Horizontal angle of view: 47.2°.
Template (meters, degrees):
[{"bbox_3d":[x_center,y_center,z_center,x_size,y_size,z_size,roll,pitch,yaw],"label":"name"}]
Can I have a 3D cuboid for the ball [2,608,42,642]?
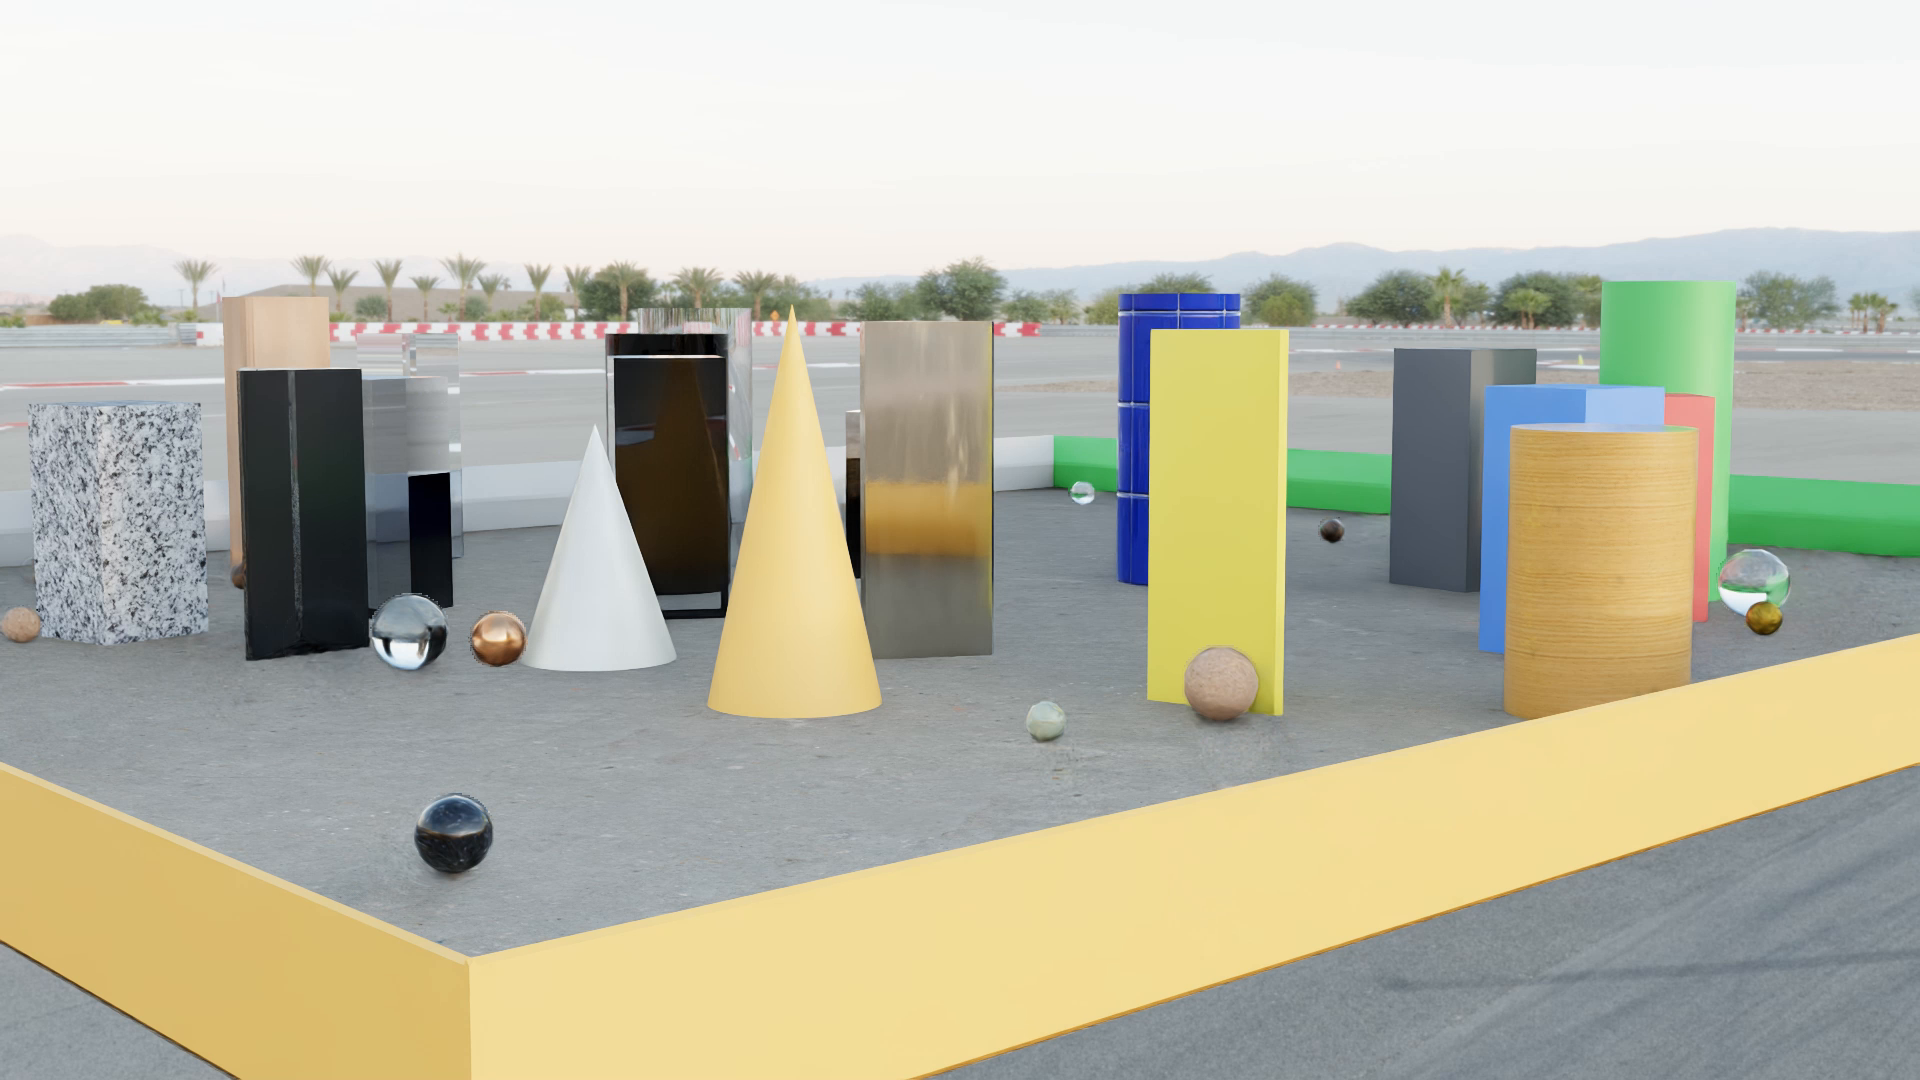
[{"bbox_3d":[-1.263,0.114,2.960,0.048,0.048,0.048,0,6,0],"label":"ball"}]

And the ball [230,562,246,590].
[{"bbox_3d":[-1.142,0.058,3.513,0.044,0.044,0.044,0,6,0],"label":"ball"}]

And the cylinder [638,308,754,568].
[{"bbox_3d":[-0.465,-0.183,3.881,0.200,0.450,0.200,0,6,0],"label":"cylinder"}]

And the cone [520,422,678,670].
[{"bbox_3d":[-0.464,0.002,2.813,0.200,0.303,0.200,0,6,0],"label":"cone"}]

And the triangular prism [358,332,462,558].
[{"bbox_3d":[-0.957,-0.166,3.928,0.173,0.405,0.150,6,8,43],"label":"triangular prism"}]

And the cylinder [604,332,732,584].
[{"bbox_3d":[-0.476,-0.132,3.593,0.200,0.408,0.200,0,6,0],"label":"cylinder"}]

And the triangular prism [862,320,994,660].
[{"bbox_3d":[-0.058,-0.071,2.891,0.173,0.431,0.150,-1,6,-14],"label":"triangular prism"}]

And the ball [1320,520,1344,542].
[{"bbox_3d":[0.719,-0.017,4.243,0.045,0.045,0.045,0,6,0],"label":"ball"}]

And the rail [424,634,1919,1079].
[{"bbox_3d":[1.007,0.147,2.246,3.432,0.130,0.045,-5,8,-42],"label":"rail"}]

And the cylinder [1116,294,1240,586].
[{"bbox_3d":[0.359,-0.168,3.624,0.200,0.472,0.200,0,6,0],"label":"cylinder"}]

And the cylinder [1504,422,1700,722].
[{"bbox_3d":[0.709,0.034,2.436,0.200,0.317,0.200,0,6,0],"label":"cylinder"}]

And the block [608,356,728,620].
[{"bbox_3d":[-0.432,-0.081,3.245,0.160,0.378,0.160,-1,6,-12],"label":"block"}]

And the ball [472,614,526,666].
[{"bbox_3d":[-0.580,0.125,2.764,0.067,0.067,0.067,0,6,0],"label":"ball"}]

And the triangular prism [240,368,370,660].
[{"bbox_3d":[-0.900,-0.041,2.904,0.150,0.370,0.173,6,8,45],"label":"triangular prism"}]

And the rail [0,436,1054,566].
[{"bbox_3d":[-1.007,-0.079,4.417,3.432,0.130,0.045,-5,8,-42],"label":"rail"}]

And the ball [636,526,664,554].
[{"bbox_3d":[-0.562,0.001,3.980,0.051,0.051,0.051,0,6,0],"label":"ball"}]

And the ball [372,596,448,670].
[{"bbox_3d":[-0.685,0.115,2.740,0.093,0.093,0.093,0,6,0],"label":"ball"}]

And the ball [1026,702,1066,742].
[{"bbox_3d":[0.089,0.188,2.281,0.042,0.042,0.042,0,6,0],"label":"ball"}]

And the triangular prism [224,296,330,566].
[{"bbox_3d":[-1.114,-0.167,3.642,0.150,0.468,0.173,-4,7,-31],"label":"triangular prism"}]

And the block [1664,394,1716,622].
[{"bbox_3d":[1.002,-0.052,3.233,0.160,0.322,0.160,0,6,4],"label":"block"}]

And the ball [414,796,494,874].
[{"bbox_3d":[-0.402,0.234,1.747,0.061,0.061,0.061,0,6,0],"label":"ball"}]

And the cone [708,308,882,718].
[{"bbox_3d":[-0.188,-0.040,2.489,0.200,0.454,0.200,0,6,0],"label":"cone"}]

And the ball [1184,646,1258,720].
[{"bbox_3d":[0.284,0.157,2.397,0.081,0.081,0.081,0,6,0],"label":"ball"}]

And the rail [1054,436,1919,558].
[{"bbox_3d":[1.244,-0.085,4.473,0.045,0.130,3.018,-5,8,-42],"label":"rail"}]

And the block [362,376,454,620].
[{"bbox_3d":[-0.875,-0.068,3.275,0.160,0.347,0.160,3,7,28],"label":"block"}]

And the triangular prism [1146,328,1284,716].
[{"bbox_3d":[0.329,-0.029,2.520,0.173,0.424,0.150,5,7,37],"label":"triangular prism"}]

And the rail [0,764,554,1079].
[{"bbox_3d":[-1.244,0.153,2.190,0.045,0.130,3.018,-5,8,-42],"label":"rail"}]

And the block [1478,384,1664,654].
[{"bbox_3d":[0.796,-0.026,2.867,0.160,0.348,0.160,-4,7,-36],"label":"block"}]

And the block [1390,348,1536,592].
[{"bbox_3d":[0.817,-0.119,3.578,0.160,0.385,0.160,-4,7,-37],"label":"block"}]

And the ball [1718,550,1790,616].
[{"bbox_3d":[1.157,0.063,3.204,0.100,0.100,0.100,0,6,0],"label":"ball"}]

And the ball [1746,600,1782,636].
[{"bbox_3d":[1.107,0.108,3.028,0.048,0.048,0.048,0,6,0],"label":"ball"}]

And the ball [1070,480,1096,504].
[{"bbox_3d":[0.283,-0.109,5.069,0.056,0.056,0.056,0,6,0],"label":"ball"}]

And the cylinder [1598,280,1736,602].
[{"bbox_3d":[1.102,-0.158,3.444,0.200,0.490,0.200,0,6,0],"label":"cylinder"}]

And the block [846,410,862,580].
[{"bbox_3d":[-0.088,-0.079,3.711,0.160,0.279,0.160,2,6,19],"label":"block"}]

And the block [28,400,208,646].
[{"bbox_3d":[-1.159,-0.029,3.031,0.160,0.319,0.160,4,7,35],"label":"block"}]
